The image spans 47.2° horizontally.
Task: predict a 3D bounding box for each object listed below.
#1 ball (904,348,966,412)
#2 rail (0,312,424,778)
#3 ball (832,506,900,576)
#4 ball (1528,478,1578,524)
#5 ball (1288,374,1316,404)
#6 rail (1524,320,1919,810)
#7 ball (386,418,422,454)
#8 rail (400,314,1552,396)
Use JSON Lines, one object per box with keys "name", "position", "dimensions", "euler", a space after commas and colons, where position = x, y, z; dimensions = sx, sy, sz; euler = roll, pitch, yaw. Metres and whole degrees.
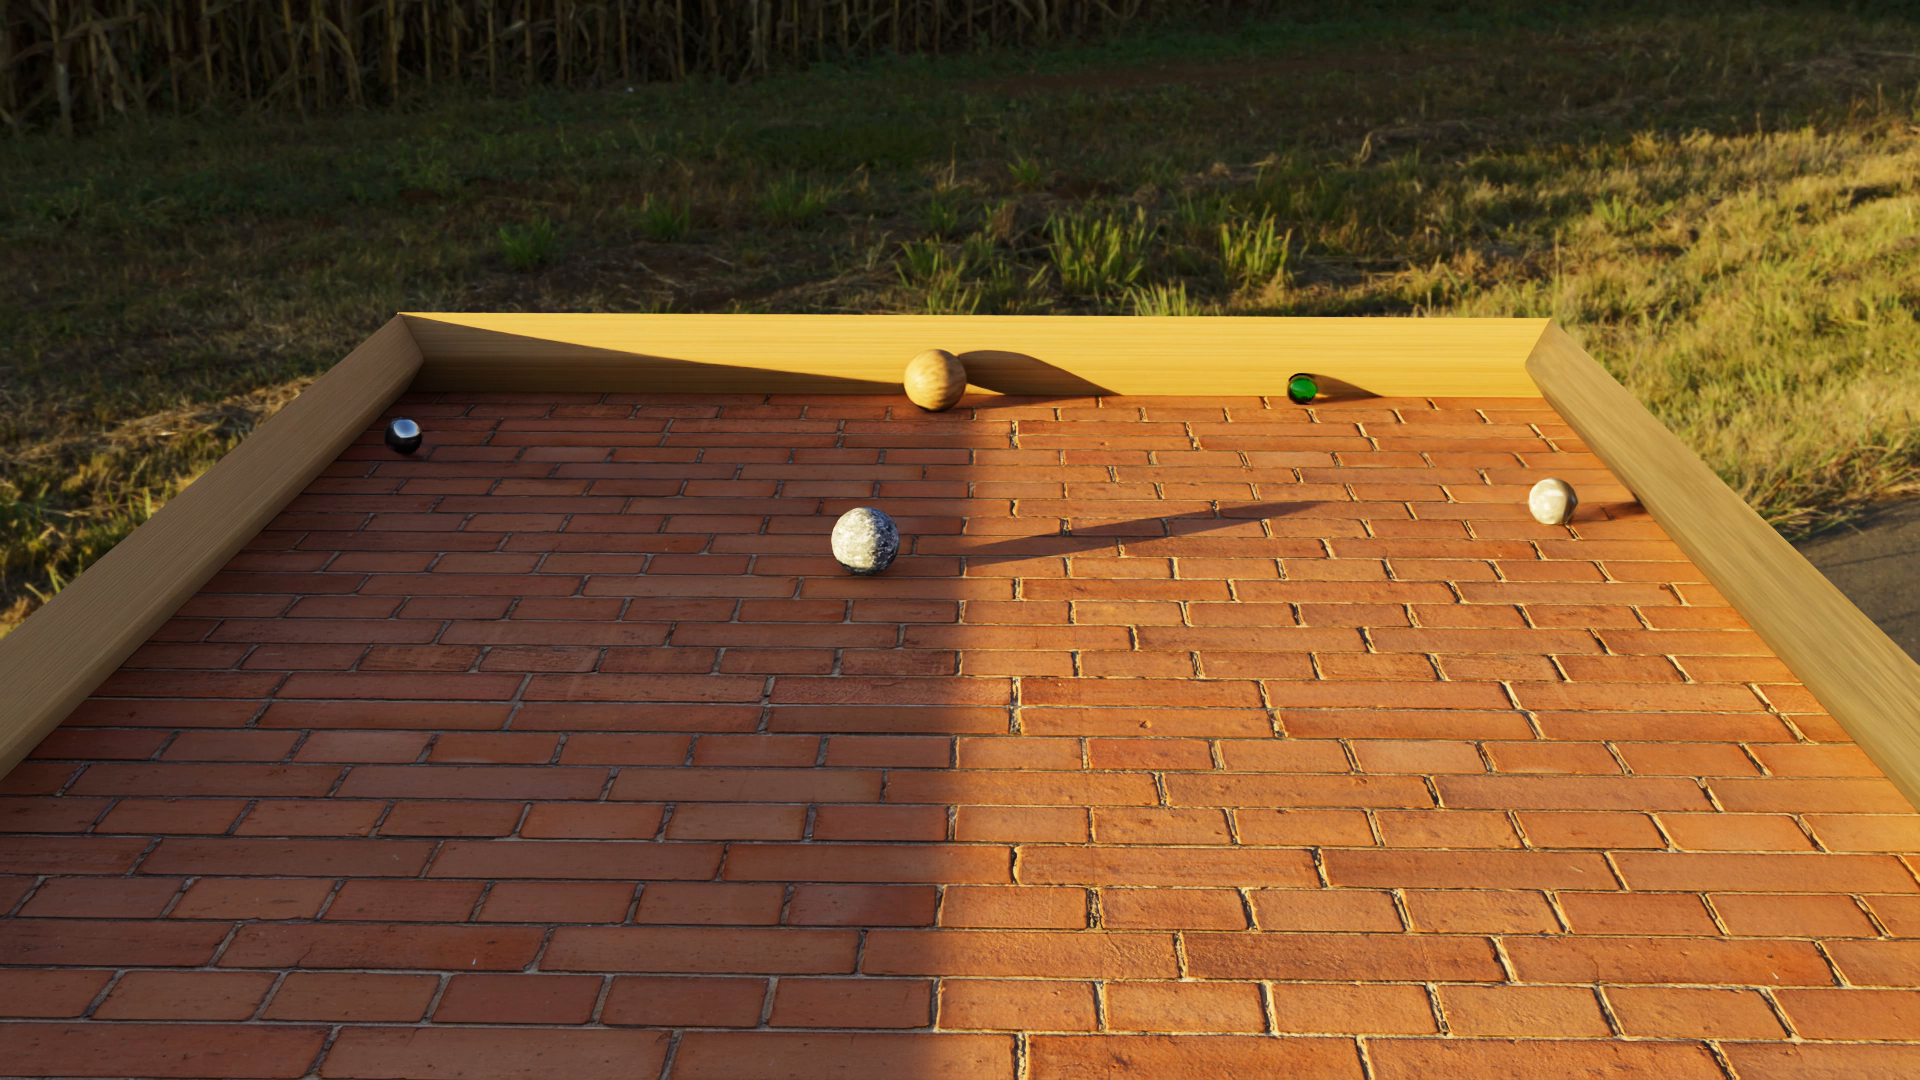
{"name": "ball", "position": [-0.037, -0.236, 3.249], "dimensions": [0.093, 0.093, 0.093], "euler": [0, 18, 0]}
{"name": "rail", "position": [-0.864, 0.222, 1.823], "dimensions": [0.045, 0.121, 3.230], "euler": [0, 18, 1]}
{"name": "ball", "position": [-0.110, 0.001, 2.556], "dimensions": [0.080, 0.080, 0.080], "euler": [0, 18, 0]}
{"name": "ball", "position": [0.738, -0.048, 2.737], "dimensions": [0.059, 0.059, 0.059], "euler": [0, 18, 0]}
{"name": "ball", "position": [0.512, -0.225, 3.295], "dimensions": [0.044, 0.044, 0.044], "euler": [0, 18, 0]}
{"name": "rail", "position": [0.829, 0.234, 1.787], "dimensions": [0.045, 0.121, 3.230], "euler": [0, 18, 1]}
{"name": "ball", "position": [-0.768, -0.143, 3.037], "dimensions": [0.050, 0.050, 0.050], "euler": [0, 18, 0]}
{"name": "rail", "position": [0.017, -0.274, 3.315], "dimensions": [1.741, 0.121, 0.045], "euler": [0, 18, 1]}
